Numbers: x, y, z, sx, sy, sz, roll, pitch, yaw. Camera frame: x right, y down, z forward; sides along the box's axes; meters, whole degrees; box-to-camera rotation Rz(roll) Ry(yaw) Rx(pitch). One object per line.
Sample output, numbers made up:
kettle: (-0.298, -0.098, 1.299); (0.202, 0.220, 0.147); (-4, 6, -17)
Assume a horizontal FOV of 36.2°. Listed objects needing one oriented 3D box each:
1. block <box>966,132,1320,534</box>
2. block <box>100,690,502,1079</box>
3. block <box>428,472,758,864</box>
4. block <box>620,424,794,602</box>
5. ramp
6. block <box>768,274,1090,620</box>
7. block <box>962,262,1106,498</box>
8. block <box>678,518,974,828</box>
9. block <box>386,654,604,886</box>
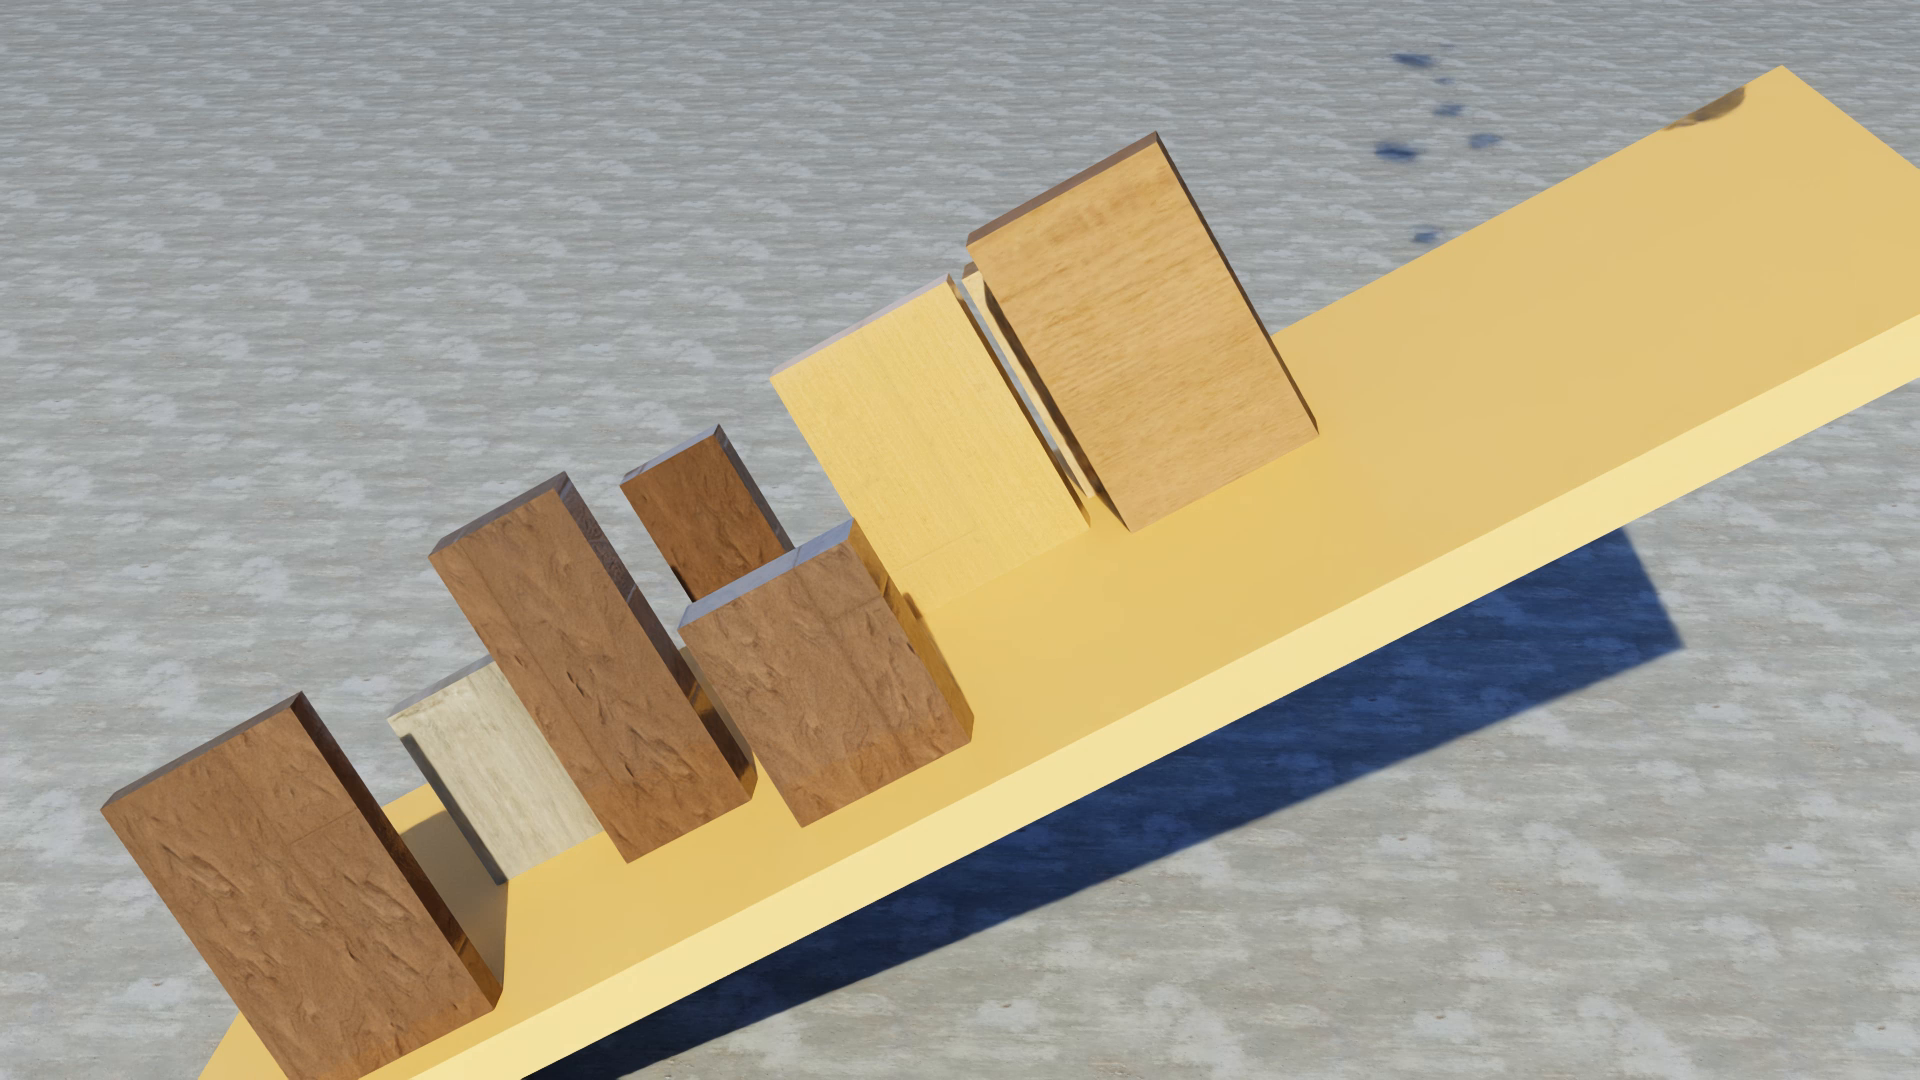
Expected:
block: (0.385, -0.430, 6.167); (0.447, 0.711, 0.127); (-28, 15, 12)
block: (-1.265, 0.697, 5.673); (0.441, 0.715, 0.085); (-28, 15, 12)
block: (-0.741, 0.264, 5.989); (0.300, 0.761, 0.119); (-28, 15, 12)
block: (-0.574, 0.000, 7.090); (0.264, 0.492, 0.098); (-28, 15, 12)
ramp: (0.142, 0.168, 6.284); (4.000, 0.100, 2.000); (-28, 15, 12)
block: (-0.062, -0.200, 6.446); (0.444, 0.635, 0.084); (-28, 15, 12)
block: (0.286, -0.428, 6.628); (0.311, 0.579, 0.143); (-28, 15, 12)
block: (-0.253, 0.256, 5.636); (0.377, 0.464, 0.133); (-28, 15, 12)
block: (-0.925, 0.454, 6.357); (0.442, 0.445, 0.090); (-28, 15, 12)
